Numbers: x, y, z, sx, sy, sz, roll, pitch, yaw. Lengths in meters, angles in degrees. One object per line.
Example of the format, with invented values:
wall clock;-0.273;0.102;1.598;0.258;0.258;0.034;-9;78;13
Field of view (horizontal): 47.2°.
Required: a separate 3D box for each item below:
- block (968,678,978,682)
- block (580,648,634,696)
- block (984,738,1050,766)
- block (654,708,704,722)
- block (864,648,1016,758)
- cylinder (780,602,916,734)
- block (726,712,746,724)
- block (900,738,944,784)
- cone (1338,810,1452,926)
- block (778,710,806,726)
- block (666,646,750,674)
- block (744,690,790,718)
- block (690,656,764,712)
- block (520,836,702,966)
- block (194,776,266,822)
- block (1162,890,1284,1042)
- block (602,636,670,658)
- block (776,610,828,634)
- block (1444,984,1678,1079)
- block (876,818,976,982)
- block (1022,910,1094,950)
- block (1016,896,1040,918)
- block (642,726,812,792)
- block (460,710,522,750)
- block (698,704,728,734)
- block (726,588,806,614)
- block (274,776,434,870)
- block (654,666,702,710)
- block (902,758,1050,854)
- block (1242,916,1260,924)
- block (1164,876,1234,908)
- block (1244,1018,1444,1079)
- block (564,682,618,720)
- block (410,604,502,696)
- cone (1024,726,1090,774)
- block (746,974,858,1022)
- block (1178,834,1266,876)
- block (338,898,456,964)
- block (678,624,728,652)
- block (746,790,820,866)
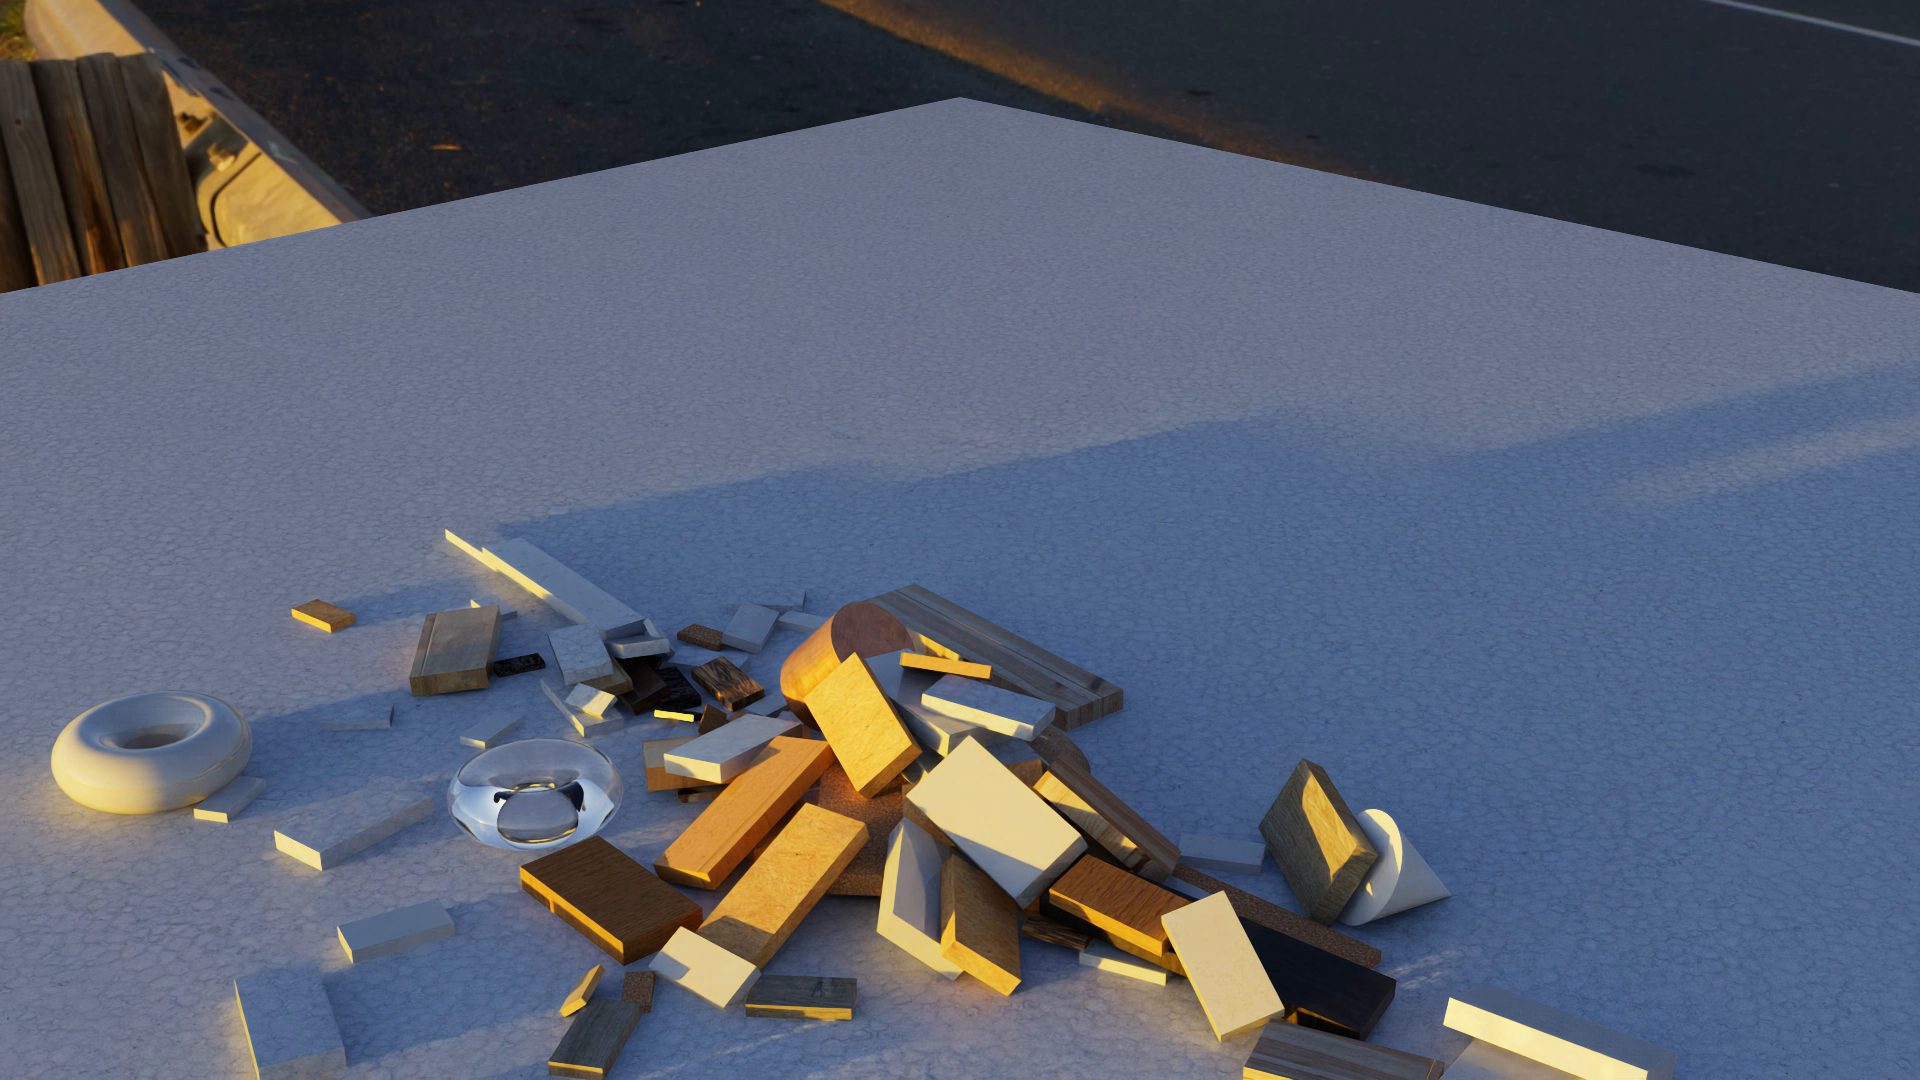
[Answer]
block;0.024;0.376;4.699;0.141;0.040;0.282;-11;25;-25
block;-0.808;0.301;4.937;0.093;0.026;0.185;-17;28;-21
block;0.148;0.520;4.307;0.179;0.051;0.357;-15;46;-43
block;-0.612;0.382;4.808;0.099;0.014;0.049;5;3;26
block;-0.068;0.327;4.466;0.179;0.051;0.357;-12;28;-38
cylinder;-0.240;0.277;4.724;0.213;0.213;0.213;21;49;-26
block;-0.457;0.401;4.797;0.099;0.014;0.050;15;27;31
block;-0.010;0.472;4.402;0.179;0.051;0.357;-6;39;-43
cone;0.840;0.640;4.126;0.220;0.220;0.220;20;14;-25
block;-0.373;0.410;4.772;0.063;0.018;0.125;5;23;11
block;-0.578;0.284;5.060;0.170;0.024;0.085;7;24;16
block;-0.412;0.367;4.873;0.063;0.018;0.125;17;29;35
block;-0.522;0.322;4.936;0.085;0.024;0.170;-25;38;-30
block;-0.655;0.670;4.118;0.174;0.049;0.348;-19;30;-38
block;-1.489;0.527;4.491;0.073;0.021;0.147;6;24;13
block;0.453;0.735;3.799;0.120;0.034;0.239;-21;56;-8
block;-0.749;0.245;5.039;0.109;0.031;0.219;-7;3;-23
block;-0.369;0.199;5.269;0.125;0.018;0.063;10;25;23
block;1.001;0.832;3.667;0.340;0.048;0.170;16;8;33
block;-0.059;0.655;4.040;0.168;0.048;0.337;35;20;-12
block;0.180;0.711;4.004;0.122;0.017;0.061;10;25;22
block;0.134;0.672;4.147;0.080;0.023;0.160;-16;28;-32
block;-0.482;0.455;4.592;0.348;0.049;0.174;-5;14;-11
block;-1.016;0.412;4.766;0.066;0.019;0.131;11;25;24
block;-0.537;0.397;4.773;0.049;0.014;0.099;29;23;-11
block;-0.472;0.151;5.372;0.184;0.026;0.092;1;23;2
block;-1.206;0.562;4.386;0.139;0.040;0.279;16;28;34
block;-0.651;0.336;4.939;0.085;0.024;0.170;-11;25;-24
block;0.032;0.520;4.228;0.287;0.041;0.144;-13;60;17
block;0.470;0.713;4.012;0.142;0.020;0.071;11;52;21
block;0.428;0.679;4.086;0.142;0.020;0.071;21;53;31
block;0.633;0.882;3.627;0.298;0.042;0.149;10;25;22
block;-0.808;0.352;4.811;0.110;0.016;0.055;16;58;32
block;-1.162;0.253;5.083;0.171;0.048;0.341;-7;23;-3
cone;0.134;0.499;4.475;0.192;0.192;0.192;16;55;34
block;-0.276;0.800;3.843;0.184;0.026;0.092;2;23;4
block;0.508;0.613;4.286;0.165;0.023;0.082;6;24;13
block;-1.035;0.717;4.037;0.189;0.027;0.094;-13;26;-27
block;-0.600;0.231;5.194;0.125;0.018;0.063;15;27;31
block;-0.269;0.561;4.375;0.348;0.049;0.174;-9;25;-21
